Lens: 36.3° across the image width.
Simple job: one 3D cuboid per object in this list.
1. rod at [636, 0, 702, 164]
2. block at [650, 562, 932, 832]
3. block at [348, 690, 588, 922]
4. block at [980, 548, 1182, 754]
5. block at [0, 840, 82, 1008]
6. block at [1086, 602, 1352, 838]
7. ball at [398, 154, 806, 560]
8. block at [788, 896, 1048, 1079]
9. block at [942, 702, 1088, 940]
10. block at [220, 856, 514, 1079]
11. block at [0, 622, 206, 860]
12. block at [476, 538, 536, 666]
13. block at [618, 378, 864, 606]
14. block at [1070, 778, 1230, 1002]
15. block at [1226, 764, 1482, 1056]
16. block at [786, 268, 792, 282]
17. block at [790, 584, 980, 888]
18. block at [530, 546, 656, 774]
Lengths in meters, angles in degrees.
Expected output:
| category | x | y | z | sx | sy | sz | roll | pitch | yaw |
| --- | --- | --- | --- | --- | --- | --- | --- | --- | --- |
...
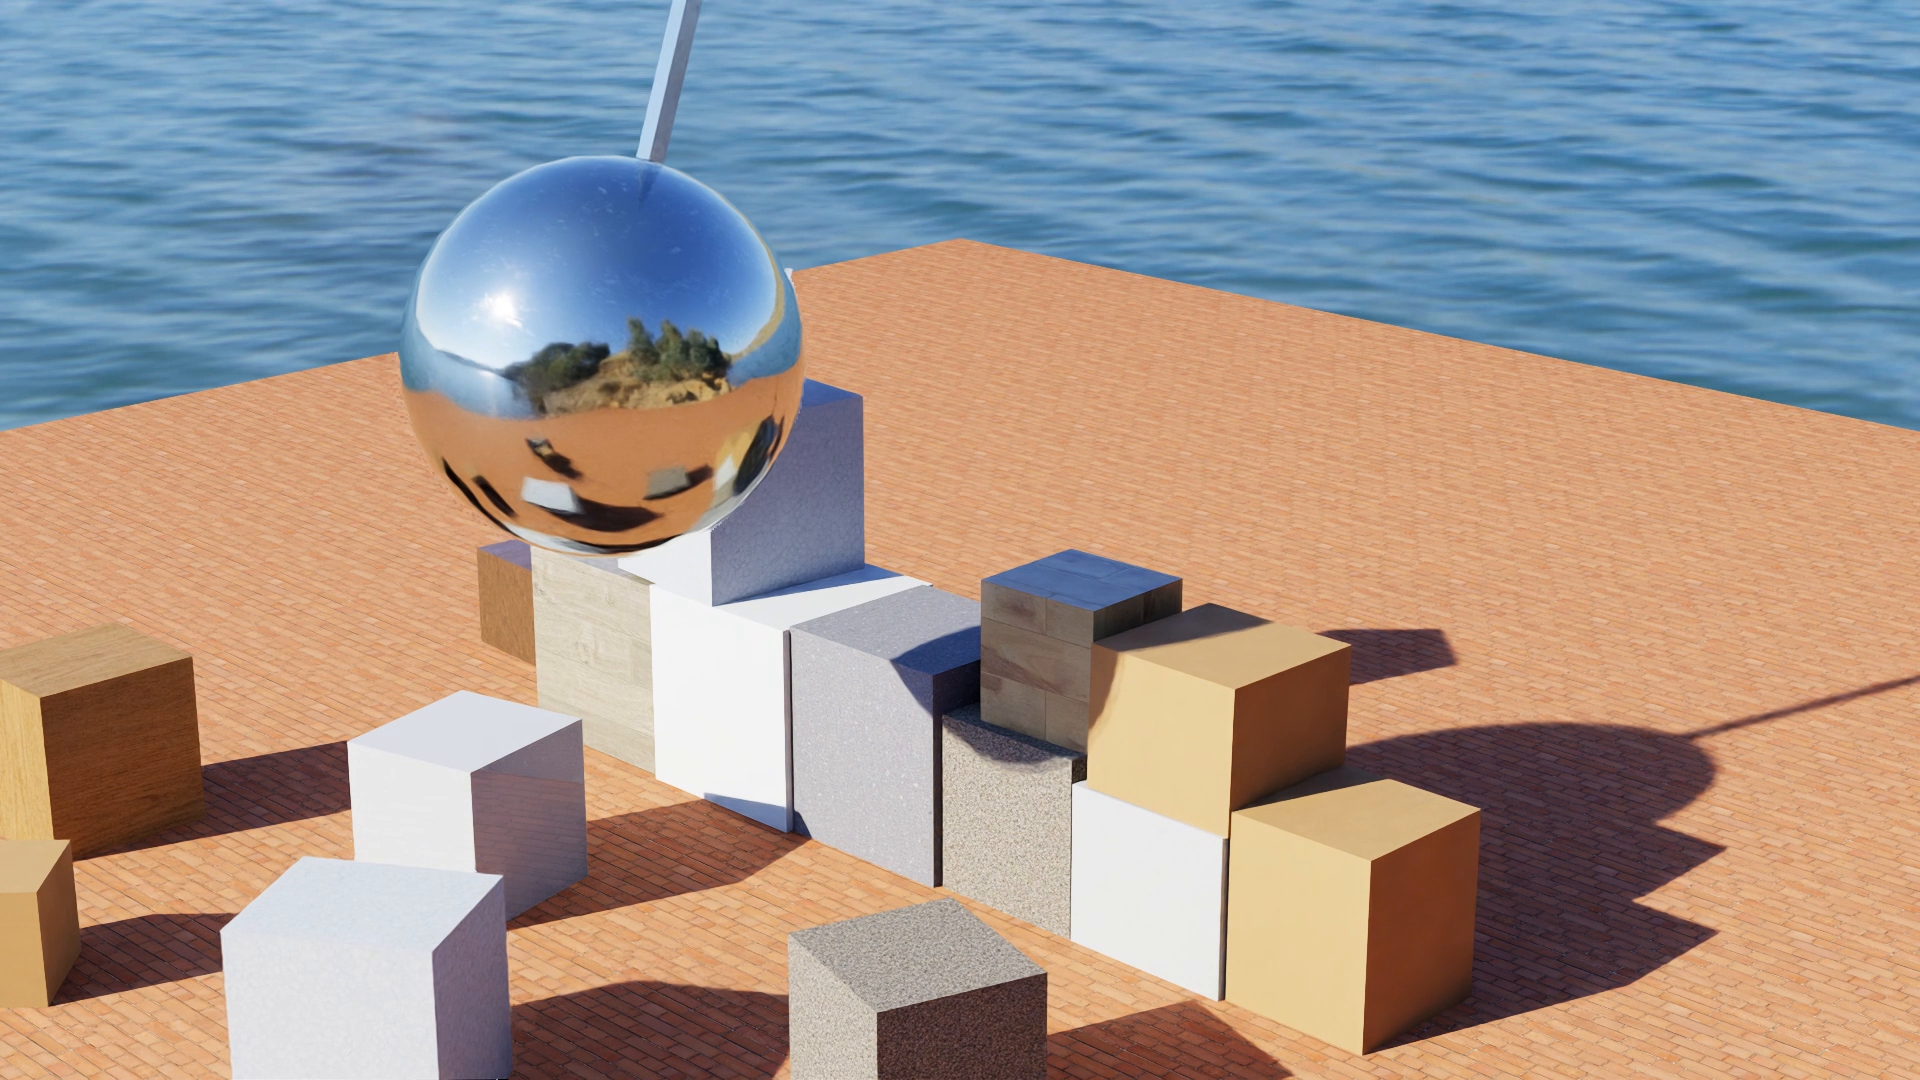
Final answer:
| category | x | y | z | sx | sy | sz | roll | pitch | yaw |
| --- | --- | --- | --- | --- | --- | --- | --- | --- | --- |
| rod | -0.612 | -4.023 | 11.436 | 0.080 | 5.200 | 0.080 | 17 | 5 | 42 |
| block | -0.821 | 0.701 | 14.426 | 0.965 | 1.013 | 0.984 | 17 | 24 | 42 |
| block | -2.204 | 1.215 | 13.193 | 0.705 | 0.771 | 0.766 | 10 | 20 | 30 |
| block | 0.533 | 0.483 | 12.914 | 0.641 | 0.656 | 0.609 | 15 | 23 | 40 |
| block | -4.057 | 1.613 | 12.347 | 0.526 | 0.519 | 0.545 | -1 | 17 | -2 |
| block | 1.096 | 0.748 | 12.433 | 0.772 | 0.651 | 0.782 | 17 | 24 | 41 |
| ball | -1.413 | -0.725 | 11.633 | 1.600 | 1.600 | 1.600 | 0 | 17 | 0 |
| block | -0.167 | 1.890 | 11.152 | 0.708 | 0.707 | 0.764 | -9 | 20 | -27 |
| block | 0.482 | 1.176 | 13.201 | 0.799 | 0.840 | 0.785 | -17 | 24 | -42 |
| block | -2.263 | 1.780 | 11.274 | 0.840 | 0.842 | 0.709 | 4 | 18 | 12 |
| block | -4.158 | 0.951 | 13.942 | 0.719 | 0.826 | 0.790 | 16 | 24 | 42 |
| block | -2.253 | 0.329 | 16.377 | 0.577 | 0.552 | 0.693 | -15 | 23 | -39 |
| block | -1.082 | -0.283 | 14.393 | 0.925 | 0.883 | 0.800 | -14 | 22 | -38 |
| block | 1.062 | 1.401 | 12.664 | 0.802 | 0.734 | 0.837 | -17 | 24 | -42 |
| block | 1.622 | 1.511 | 12.122 | 0.710 | 0.848 | 0.744 | 17 | 24 | 42 |
| block | -1.114 | -0.936 | 13.994 | 0.611 | 0.603 | 0.598 | 0 | 17 | 0 |
| block | -0.150 | 0.898 | 13.773 | 0.948 | 1.028 | 0.874 | 17 | 24 | 42 |
| block | -1.512 | 0.503 | 15.095 | 0.929 | 0.989 | 0.993 | -17 | 24 | -42 |
